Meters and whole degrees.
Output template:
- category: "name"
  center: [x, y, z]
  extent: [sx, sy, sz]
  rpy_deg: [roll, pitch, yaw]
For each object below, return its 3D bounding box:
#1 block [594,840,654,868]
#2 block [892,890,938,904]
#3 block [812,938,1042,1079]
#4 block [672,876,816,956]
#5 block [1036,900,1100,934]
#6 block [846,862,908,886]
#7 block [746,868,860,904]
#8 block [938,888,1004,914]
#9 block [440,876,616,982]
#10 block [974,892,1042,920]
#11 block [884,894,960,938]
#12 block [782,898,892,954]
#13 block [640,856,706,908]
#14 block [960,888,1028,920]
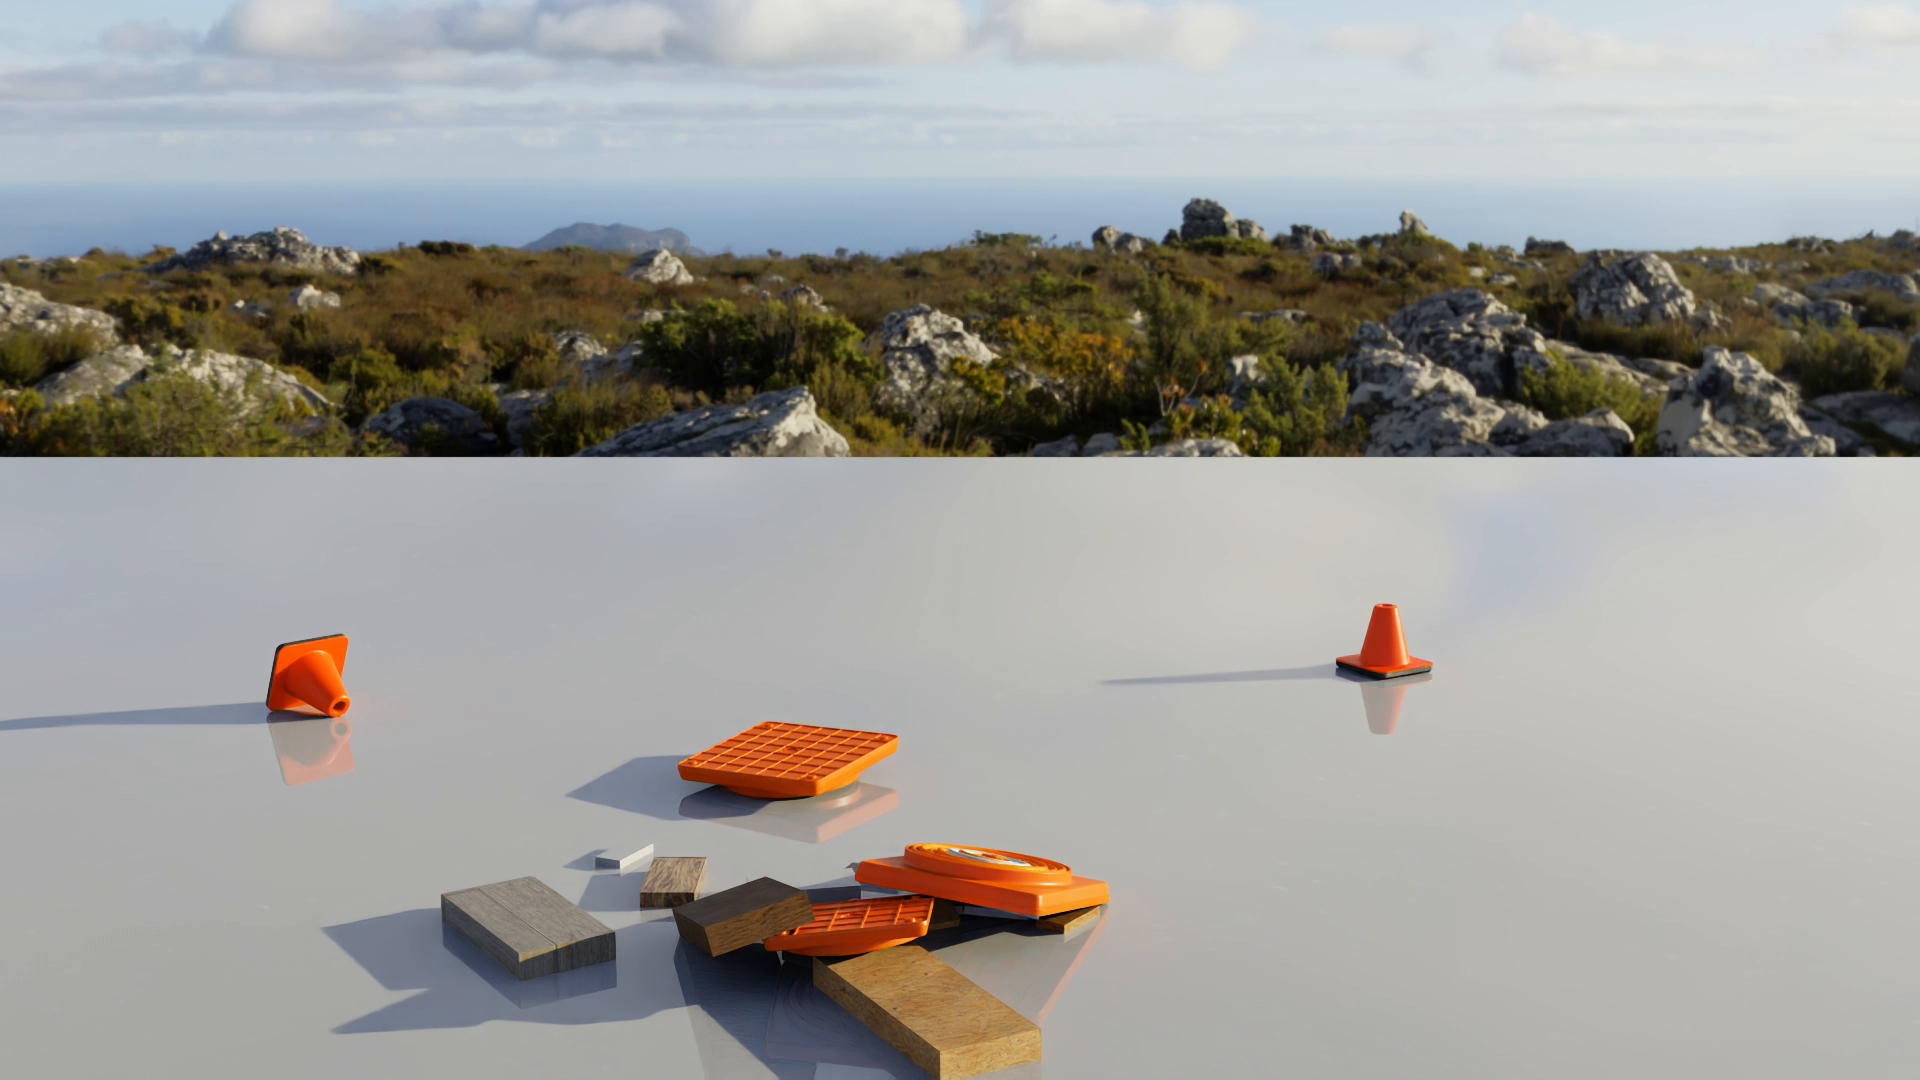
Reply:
- category: "block"
  center: [-0.587, 0.549, 3.847]
  extent: [0.052, 0.015, 0.103]
  rpy_deg: [5, 12, 25]
- category: "block"
  center: [-0.070, 0.598, 3.584]
  extent: [0.054, 0.015, 0.109]
  rpy_deg: [10, 14, 43]
- category: "block"
  center: [-0.054, 0.665, 3.143]
  extent: [0.158, 0.045, 0.398]
  rpy_deg: [-6, 12, -28]
- category: "block"
  center: [-0.334, 0.570, 3.349]
  extent: [0.158, 0.045, 0.315]
  rpy_deg: [-17, 1, -17]
- category: "block"
  center: [0.174, 0.606, 3.540]
  extent: [0.053, 0.015, 0.106]
  rpy_deg: [7, 13, 34]
- category: "block"
  center: [-0.145, 0.569, 3.742]
  extent: [0.103, 0.015, 0.052]
  rpy_deg: [4, 11, 19]
- category: "block"
  center: [-0.261, 0.579, 3.660]
  extent: [0.179, 0.025, 0.090]
  rpy_deg: [-2, 11, -12]
- category: "block"
  center: [0.025, 0.589, 3.587]
  extent: [0.109, 0.015, 0.054]
  rpy_deg: [0, 19, -23]
- category: "block"
  center: [-0.682, 0.607, 3.457]
  extent: [0.158, 0.045, 0.315]
  rpy_deg: [-7, 13, -34]
- category: "block"
  center: [0.076, 0.583, 3.512]
  extent: [0.106, 0.015, 0.053]
  rpy_deg: [13, -1, 5]
- category: "block"
  center: [-0.059, 0.598, 3.508]
  extent: [0.109, 0.015, 0.054]
  rpy_deg: [-6, 44, -29]
- category: "block"
  center: [-0.189, 0.612, 3.481]
  extent: [0.090, 0.025, 0.179]
  rpy_deg: [8, 13, 36]
- category: "block"
  center: [-0.480, 0.573, 3.690]
  extent: [0.090, 0.025, 0.179]
  rpy_deg: [0, 11, 0]
- category: "block"
  center: [0.057, 0.588, 3.557]
  extent: [0.106, 0.015, 0.053]
  rpy_deg: [7, 25, -9]
